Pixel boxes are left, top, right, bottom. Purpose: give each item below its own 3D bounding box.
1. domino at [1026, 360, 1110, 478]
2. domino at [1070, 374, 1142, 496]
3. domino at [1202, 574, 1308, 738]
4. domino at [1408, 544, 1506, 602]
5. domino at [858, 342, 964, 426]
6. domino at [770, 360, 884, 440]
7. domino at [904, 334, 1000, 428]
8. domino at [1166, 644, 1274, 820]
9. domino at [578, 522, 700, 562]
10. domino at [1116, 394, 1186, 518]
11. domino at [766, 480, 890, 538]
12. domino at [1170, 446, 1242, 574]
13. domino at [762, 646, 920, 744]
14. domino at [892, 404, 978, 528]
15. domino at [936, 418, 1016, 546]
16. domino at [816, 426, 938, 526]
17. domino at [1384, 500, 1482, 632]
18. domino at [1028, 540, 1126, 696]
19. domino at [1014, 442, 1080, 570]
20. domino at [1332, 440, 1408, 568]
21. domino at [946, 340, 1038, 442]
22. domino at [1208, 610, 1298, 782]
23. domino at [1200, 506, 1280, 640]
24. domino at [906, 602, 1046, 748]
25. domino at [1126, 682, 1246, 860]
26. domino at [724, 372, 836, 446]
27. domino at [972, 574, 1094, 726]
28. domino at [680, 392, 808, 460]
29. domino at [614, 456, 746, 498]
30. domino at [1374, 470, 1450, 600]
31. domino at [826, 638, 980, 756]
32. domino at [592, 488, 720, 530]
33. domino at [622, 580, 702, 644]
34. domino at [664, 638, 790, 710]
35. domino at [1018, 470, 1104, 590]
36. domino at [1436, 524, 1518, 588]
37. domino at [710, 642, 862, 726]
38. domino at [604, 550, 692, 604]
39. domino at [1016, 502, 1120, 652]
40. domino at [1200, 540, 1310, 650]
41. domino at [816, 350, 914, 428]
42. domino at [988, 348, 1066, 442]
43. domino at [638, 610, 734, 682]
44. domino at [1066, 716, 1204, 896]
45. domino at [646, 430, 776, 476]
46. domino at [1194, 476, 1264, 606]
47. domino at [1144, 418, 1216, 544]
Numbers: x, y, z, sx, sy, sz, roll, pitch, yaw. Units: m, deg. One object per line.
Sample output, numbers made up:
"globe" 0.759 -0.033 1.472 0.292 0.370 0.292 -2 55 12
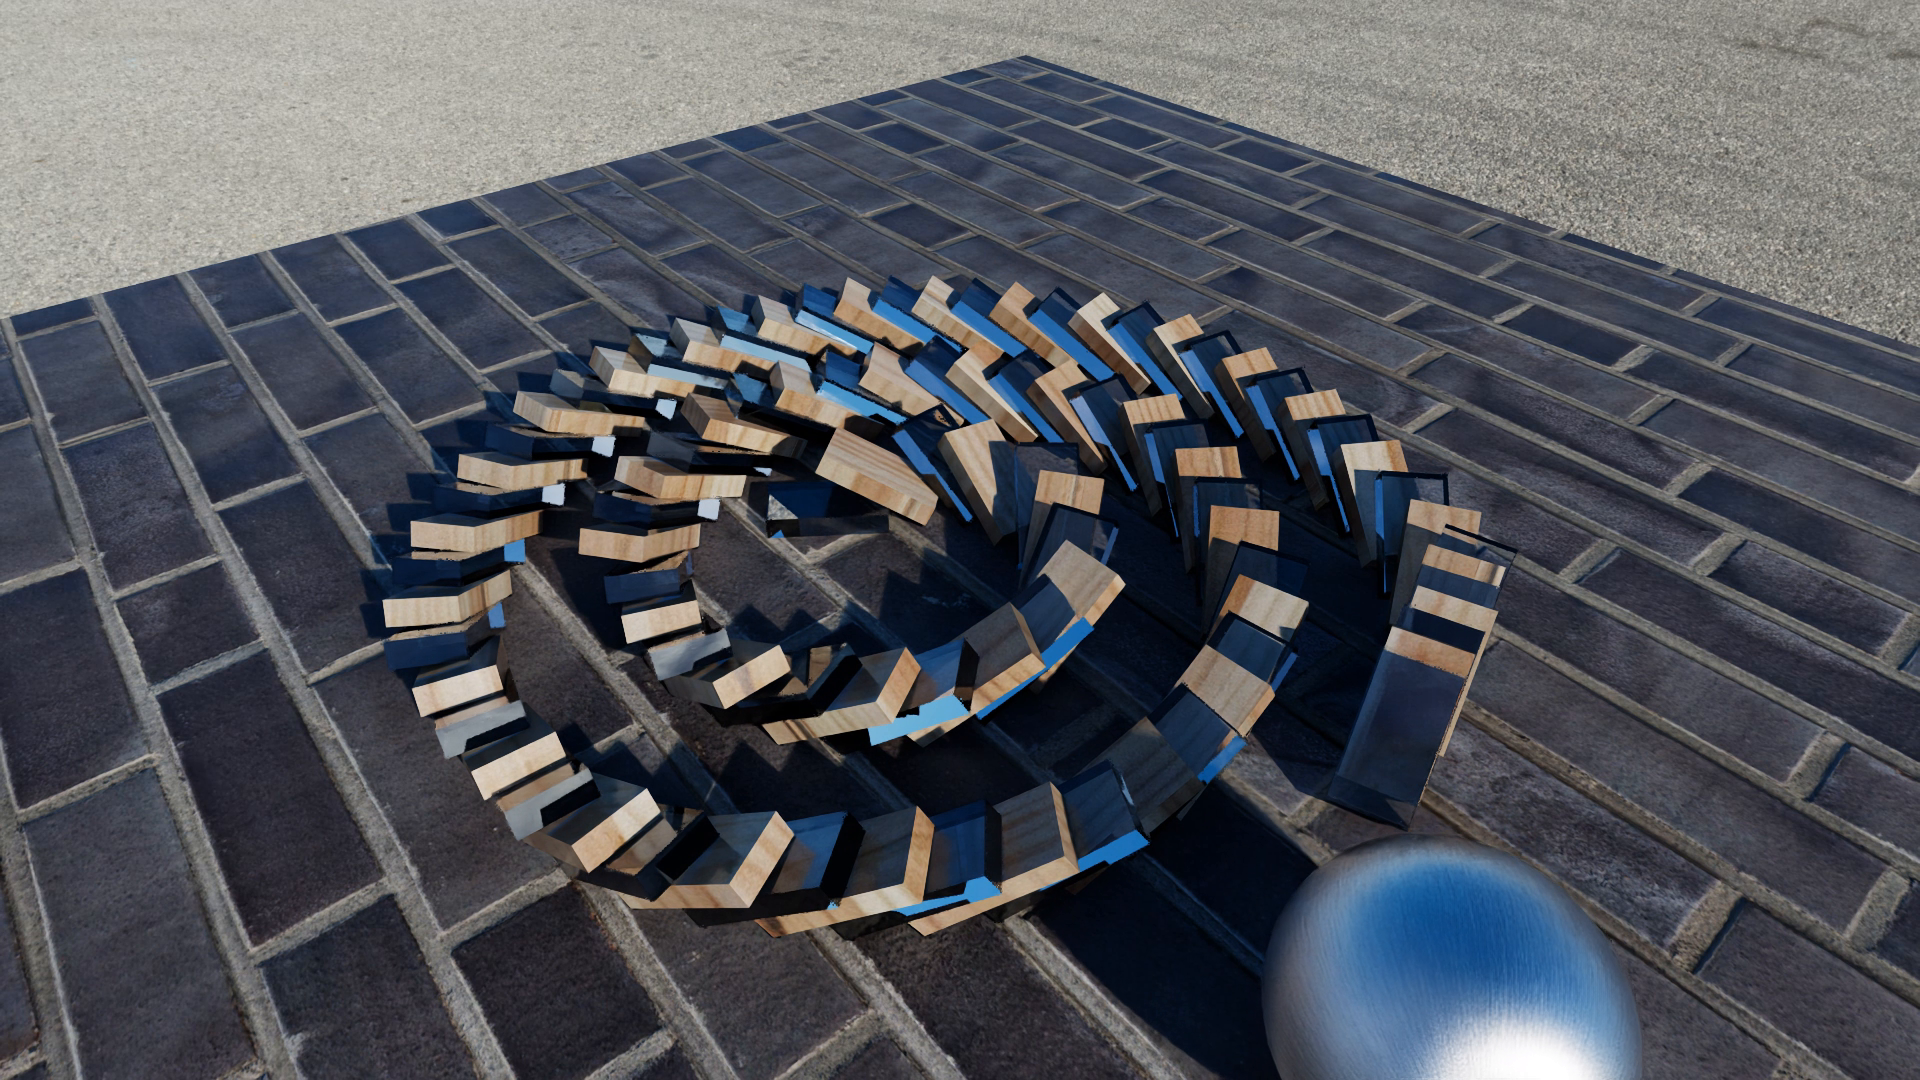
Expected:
"domino" 0.055 -0.055 0.491 0.025 0.010 0.050 -33 80 -34
"domino" 0.072 -0.047 0.481 0.025 0.009 0.050 -23 76 -26
"domino" 0.097 0.039 0.376 0.025 0.009 0.050 24 76 25
"domino" 0.166 0.029 0.379 0.025 0.050 0.009 20 6 23
"domino" -0.021 -0.070 0.509 0.050 0.010 0.025 28 36 -17
"domino" -0.061 -0.063 0.501 0.050 0.010 0.025 18 31 -29
"domino" 0.001 -0.071 0.511 0.050 0.009 0.025 38 44 -4
"domino" 0.074 0.061 0.350 0.025 0.010 0.050 34 81 34
"domino" -0.122 -0.001 0.424 0.025 0.010 0.050 7 8 9
"domino" 0.087 -0.036 0.468 0.025 0.010 0.050 -11 72 -14
"domino" -0.055 -0.013 0.460 0.050 0.009 0.025 -3 39 -3
"domino" 0.101 -0.012 0.439 0.025 0.009 0.050 -3 70 -3
"domino" -0.039 0.051 0.361 0.050 0.009 0.025 -16 29 34
"domino" -0.003 -0.032 0.462 0.025 0.010 0.050 -31 78 -37
"domino" 0.014 -0.024 0.453 0.025 0.009 0.050 -20 72 -30
"domino" -0.033 -0.027 0.459 0.050 0.010 0.025 26 34 -8
"domino" 0.176 0.012 0.409 0.025 0.009 0.050 12 73 15
"domino" 0.033 0.027 0.390 0.025 0.009 0.050 36 85 35
"domino" 0.035 -0.014 0.438 0.025 0.009 0.050 1 75 -3
"domino" 0.169 -0.015 0.443 0.025 0.009 0.050 -5 69 -6
"domino" 0.020 -0.067 0.506 0.050 0.009 0.025 42 47 0
"domino" 0.087 0.051 0.362 0.025 0.009 0.050 30 78 31
"domino" 0.104 0.013 0.408 0.025 0.010 0.050 6 71 7
"domino" 0.002 0.045 0.368 0.050 0.010 0.025 -35 40 11
"domino" 0.061 0.071 0.338 0.050 0.010 0.025 -45 50 -3
"domino" -0.079 -0.058 0.495 0.050 0.010 0.025 15 28 -34
"domino" 0.019 0.037 0.378 0.050 0.010 0.025 -42 47 2
"domino" -0.095 -0.050 0.485 0.050 0.009 0.025 10 26 -43
"domino" -0.115 -0.026 0.456 0.025 0.010 0.050 22 13 25
"domino" 0.176 -0.001 0.426 0.025 0.010 0.050 4 70 5
"domino" -0.019 0.051 0.361 0.050 0.009 0.025 -22 32 25
"domino" -0.120 -0.013 0.440 0.025 0.010 0.050 14 9 16
"domino" -0.107 0.025 0.394 0.025 0.009 0.050 -12 9 -14
"domino" -0.080 0.044 0.370 0.025 0.009 0.050 -30 15 -31
"domino" 0.039 0.000 0.423 0.025 0.010 0.050 9 75 10
"domino" 0.176 0.022 0.392 0.025 0.009 0.050 24 84 22
"domino" -0.058 0.048 0.364 0.050 0.009 0.025 -13 26 40
"domino" -0.115 0.013 0.408 0.025 0.009 0.050 -7 8 -8
"domino" 0.038 0.013 0.407 0.025 0.009 0.050 17 76 20
"domino" 0.104 0.027 0.391 0.025 0.009 0.050 18 74 20
"domino" -0.041 -0.067 0.506 0.050 0.010 0.025 22 33 -23
"domino" 0.039 -0.062 0.500 0.050 0.010 0.025 47 52 5
"domino" -0.096 0.036 0.380 0.025 0.010 0.050 -18 11 -20
"domino" 0.045 0.079 0.328 0.050 0.010 0.025 -40 46 1
"domino" -0.105 -0.037 0.469 0.025 0.010 0.050 25 14 27
"domino" 0.104 0.001 0.424 0.025 0.010 0.050 2 70 3
"domino" 0.095 -0.025 0.454 0.025 0.009 0.050 -7 71 -9
